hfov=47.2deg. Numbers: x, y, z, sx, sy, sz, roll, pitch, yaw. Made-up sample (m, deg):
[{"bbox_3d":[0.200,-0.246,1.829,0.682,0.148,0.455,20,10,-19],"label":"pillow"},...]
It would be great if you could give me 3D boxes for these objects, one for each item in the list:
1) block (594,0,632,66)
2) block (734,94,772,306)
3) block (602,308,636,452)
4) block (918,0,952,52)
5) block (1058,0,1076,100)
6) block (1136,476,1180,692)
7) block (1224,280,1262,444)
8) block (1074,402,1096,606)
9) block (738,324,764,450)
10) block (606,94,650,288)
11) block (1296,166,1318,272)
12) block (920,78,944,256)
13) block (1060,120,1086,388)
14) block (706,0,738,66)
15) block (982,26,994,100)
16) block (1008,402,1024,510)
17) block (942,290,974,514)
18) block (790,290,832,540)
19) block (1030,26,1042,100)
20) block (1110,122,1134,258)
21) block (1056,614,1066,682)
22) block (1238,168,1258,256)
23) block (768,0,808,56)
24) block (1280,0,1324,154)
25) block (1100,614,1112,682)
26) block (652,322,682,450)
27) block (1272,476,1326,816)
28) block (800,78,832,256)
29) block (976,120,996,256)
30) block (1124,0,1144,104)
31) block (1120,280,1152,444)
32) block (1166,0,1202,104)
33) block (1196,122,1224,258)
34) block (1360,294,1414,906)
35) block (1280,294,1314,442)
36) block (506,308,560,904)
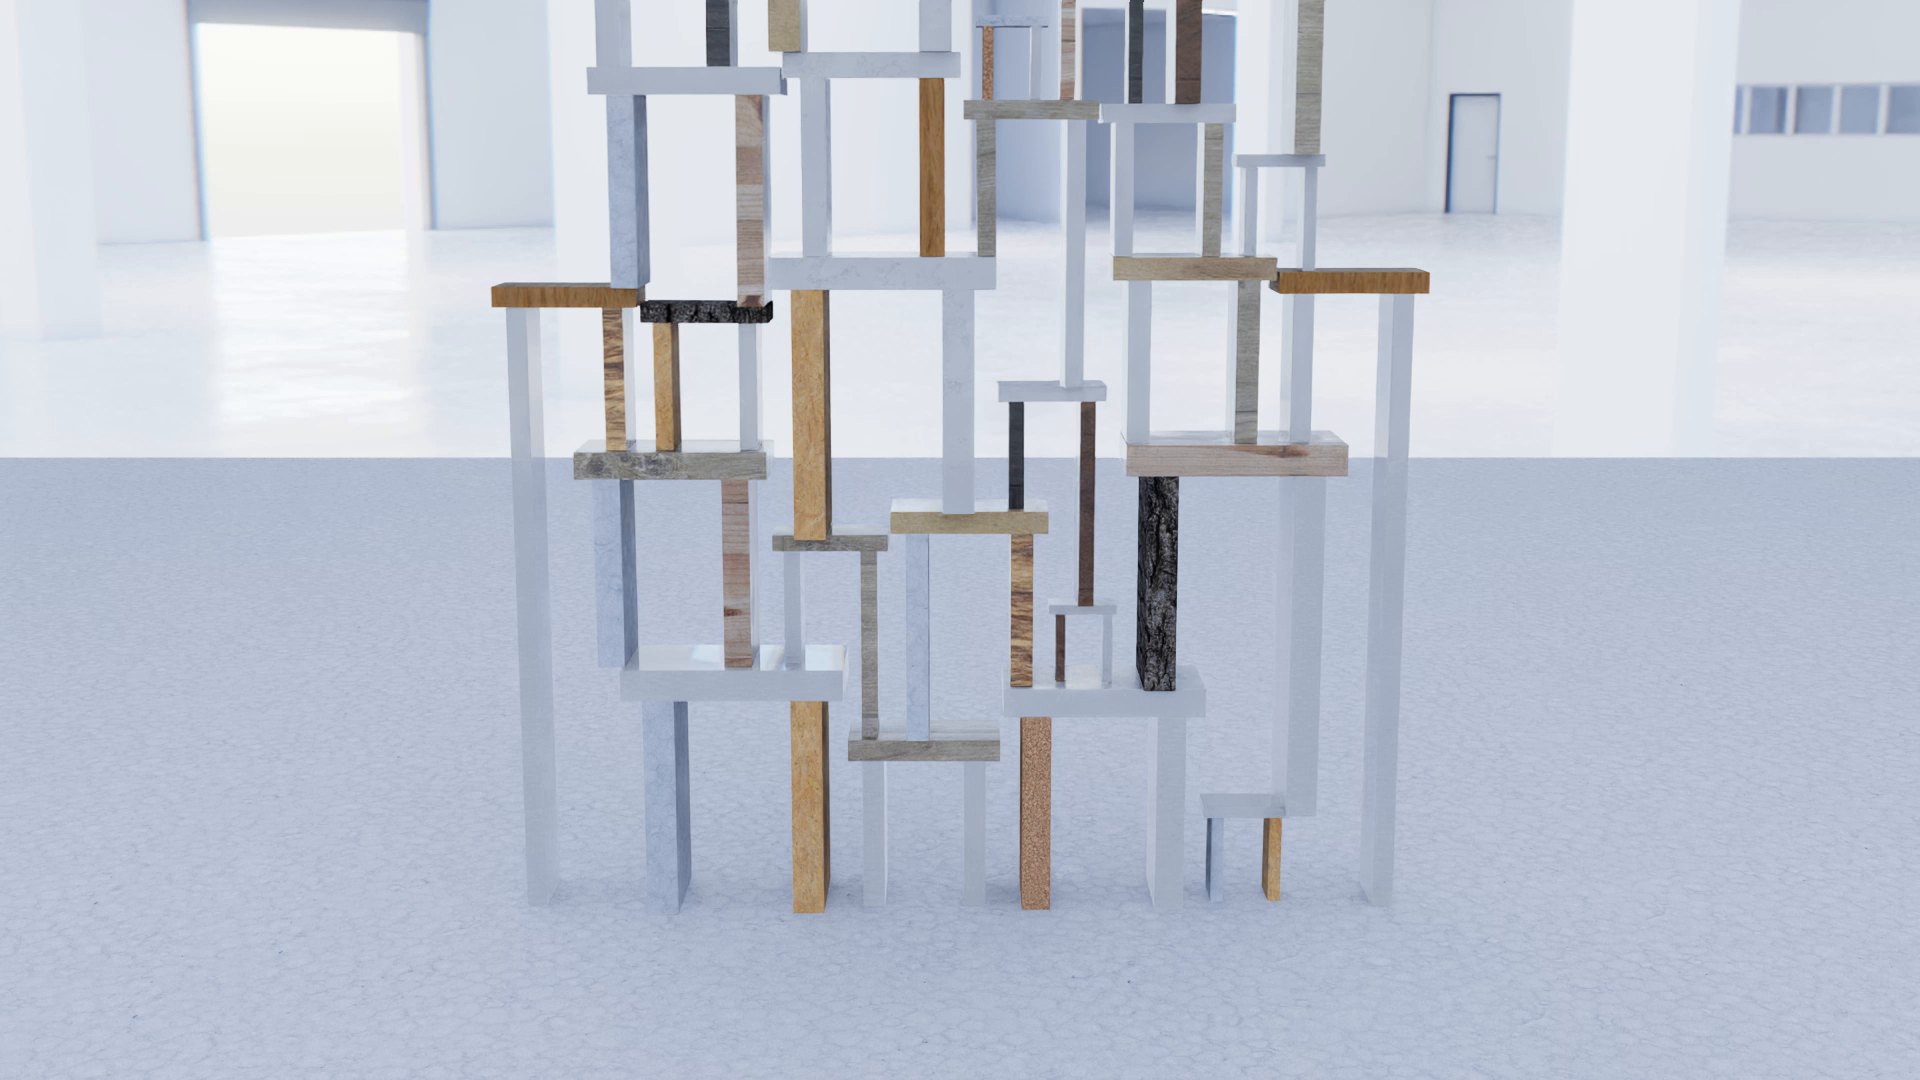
[{"bbox_3d":[-0.538,-0.860,3.404,0.036,0.254,0.127,0,10,0],"label":"block"},{"bbox_3d":[-0.324,-0.534,3.457,0.042,0.323,0.147,0,10,0],"label":"block"},{"bbox_3d":[-0.544,-0.262,3.513,0.032,0.226,0.113,0,10,0],"label":"block"},{"bbox_3d":[-0.038,-0.924,3.382,0.049,0.343,0.171,0,11,0],"label":"block"},{"bbox_3d":[0.166,-0.762,3.415,0.022,0.155,0.077,0,11,0],"label":"block"},{"bbox_3d":[0.319,0.055,3.567,0.049,0.347,0.174,0,11,0],"label":"block"},{"bbox_3d":[0.450,-0.289,3.503,0.036,0.255,0.127,0,11,0],"label":"block"},{"bbox_3d":[0.202,-0.064,3.555,0.024,0.332,0.086,0,10,-2],"label":"block"},{"bbox_3d":[-0.334,-0.250,3.517,0.028,0.201,0.100,0,10,0],"label":"block"},{"bbox_3d":[-0.520,-0.548,3.455,0.042,0.294,0.147,0,10,0],"label":"block"},{"bbox_3d":[0.545,-0.506,3.459,0.020,0.161,0.069,0,11,0],"label":"block"},{"bbox_3d":[-0.043,-0.585,3.447,0.039,0.272,0.136,0,11,0],"label":"block"},{"bbox_3d":[0.178,-0.453,3.472,0.030,0.414,0.104,0,11,-2],"label":"block"},{"bbox_3d":[-0.369,-0.860,3.403,0.036,0.254,0.127,0,10,0],"label":"block"},{"bbox_3d":[0.043,-0.741,3.419,0.016,0.112,0.056,0,11,0],"label":"block"},{"bbox_3d":[0.090,-0.142,3.537,0.024,0.172,0.086,0,11,0],"label":"block"},{"bbox_3d":[-0.002,-0.230,3.517,0.050,0.352,0.176,0,11,0],"label":"block"},{"bbox_3d":[-0.237,-0.209,3.521,0.050,0.393,0.176,0,11,0],"label":"block"},{"bbox_3d":[0.117,-0.741,3.419,0.016,0.112,0.056,0,11,0],"label":"block"},{"bbox_3d":[0.254,-0.551,3.454,0.029,0.205,0.103,0,11,0],"label":"block"},{"bbox_3d":[0.164,0.170,3.593,0.016,0.111,0.055,1,11,2],"label":"block"},{"bbox_3d":[0.453,-0.517,3.457,0.020,0.138,0.069,0,11,0],"label":"block"},{"bbox_3d":[-0.266,-0.924,3.383,0.049,0.343,0.171,0,11,0],"label":"block"},{"bbox_3d":[0.532,-0.779,3.409,0.040,0.356,0.139,0,11,-1],"label":"block"},{"bbox_3d":[0.239,0.171,3.591,0.016,0.111,0.055,0,11,-1],"label":"block"},{"bbox_3d":[-0.468,-0.250,3.517,0.028,0.201,0.100,0,11,0],"label":"block"},{"bbox_3d":[0.551,0.158,3.586,0.049,0.556,0.174,0,11,0],"label":"block"},{"bbox_3d":[-0.225,-0.584,3.446,0.039,0.272,0.136,0,11,0],"label":"block"},{"bbox_3d":[0.041,-0.554,3.453,0.030,0.209,0.104,-1,11,0],"label":"block"},{"bbox_3d":[0.270,-0.759,3.416,0.022,0.160,0.077,0,11,0],"label":"block"},{"bbox_3d":[0.280,-0.289,3.503,0.036,0.255,0.127,0,11,0],"label":"block"},{"bbox_3d":[0.346,-0.817,3.403,0.040,0.279,0.139,0,11,-1],"label":"block"},{"bbox_3d":[0.391,-0.551,3.453,0.029,0.205,0.103,0,11,0],"label":"block"},{"bbox_3d":[0.693,0.098,3.578,0.033,1.002,0.117,0,11,0],"label":"block"},{"bbox_3d":[0.537,-0.280,3.507,0.033,0.234,0.117,0,11,0],"label":"block"},{"bbox_3d":[-0.694,0.108,3.582,0.032,0.979,0.113,0,11,0],"label":"block"}]
